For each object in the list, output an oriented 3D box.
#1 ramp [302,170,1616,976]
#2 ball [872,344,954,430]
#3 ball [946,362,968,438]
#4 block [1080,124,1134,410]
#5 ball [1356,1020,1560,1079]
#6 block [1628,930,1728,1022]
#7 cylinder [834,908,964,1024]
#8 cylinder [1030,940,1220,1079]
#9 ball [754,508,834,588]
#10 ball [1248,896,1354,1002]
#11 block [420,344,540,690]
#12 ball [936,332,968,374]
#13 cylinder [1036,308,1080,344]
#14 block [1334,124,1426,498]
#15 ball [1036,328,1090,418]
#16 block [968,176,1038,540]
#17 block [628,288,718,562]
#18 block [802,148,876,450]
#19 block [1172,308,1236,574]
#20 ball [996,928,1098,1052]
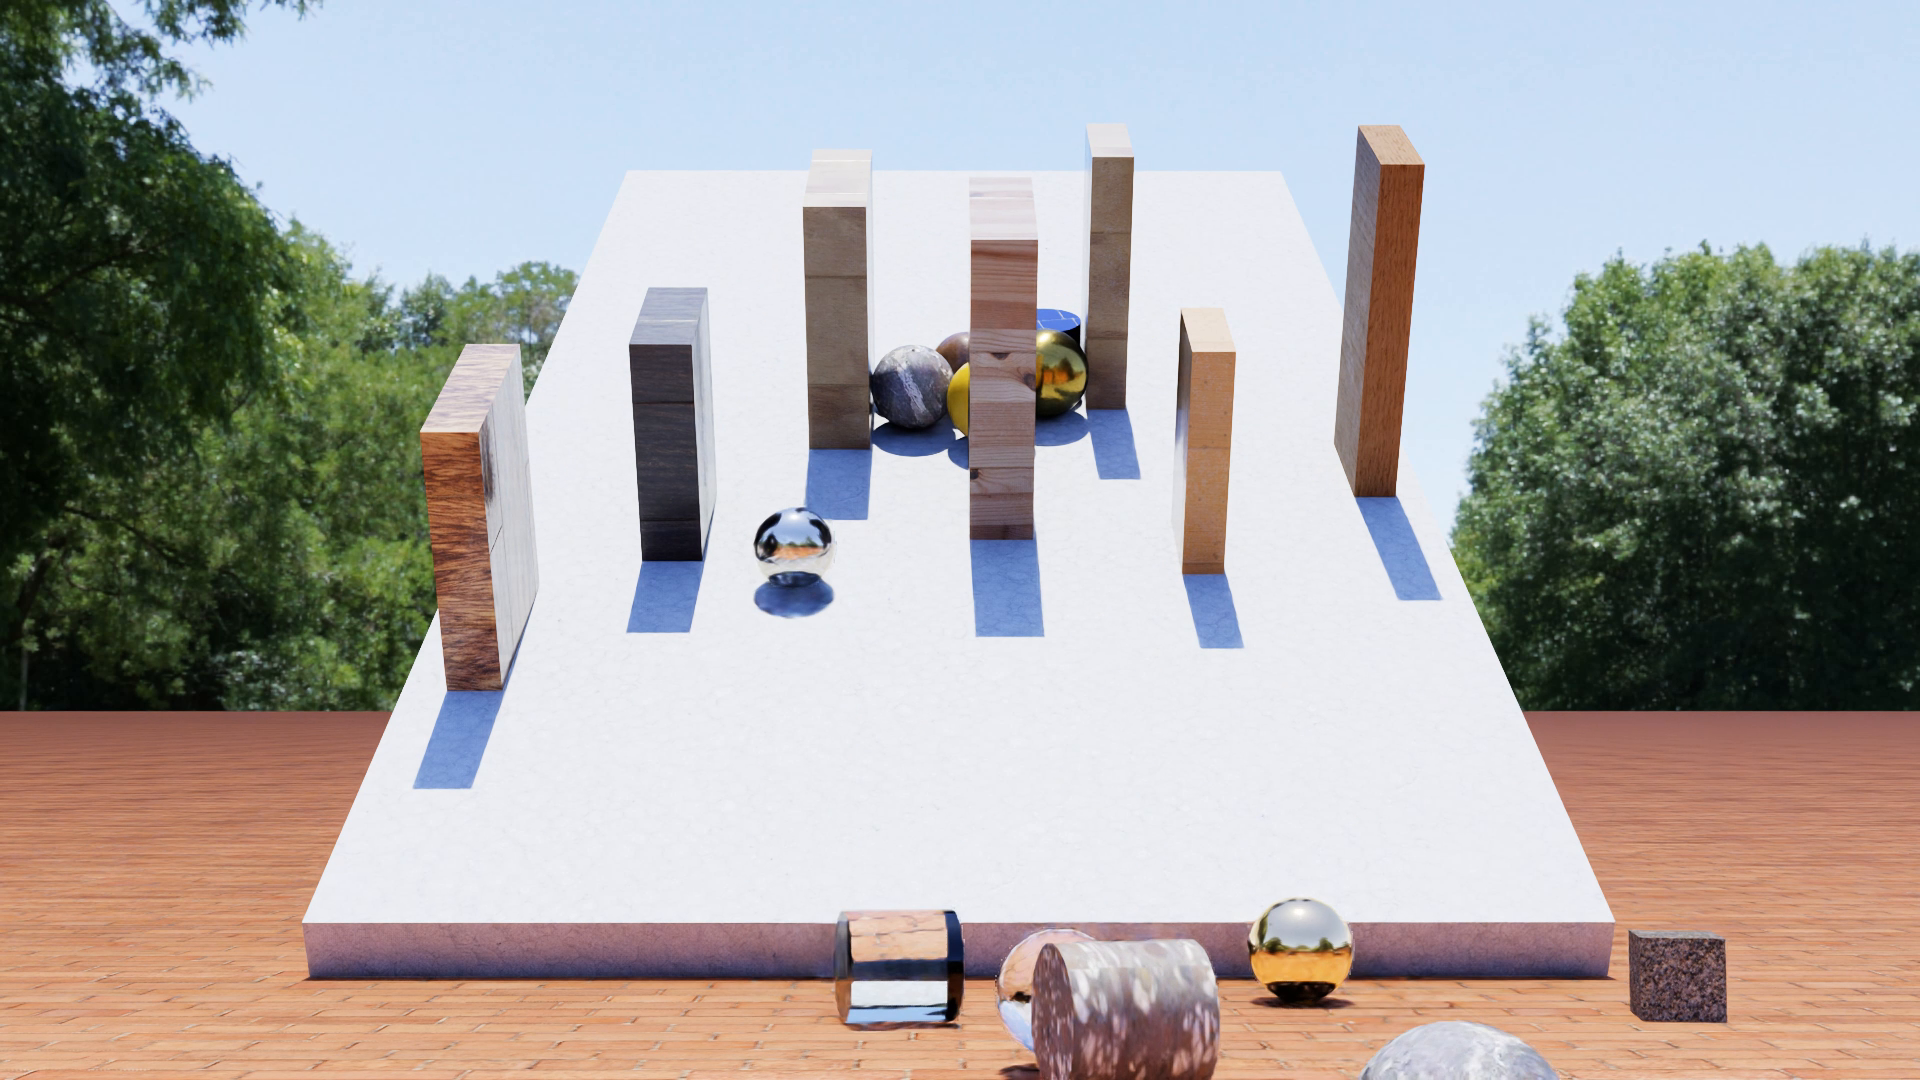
[{"bbox_3d":[-0.009,-0.229,5.401,2.000,0.100,4.000,0,25,0],"label":"ramp"},{"bbox_3d":[-0.105,-0.346,5.307,0.191,0.191,0.191,0,-4,0],"label":"ball"},{"bbox_3d":[0.069,-0.312,5.227,0.199,0.199,0.199,0,-4,0],"label":"ball"},{"bbox_3d":[0.337,-0.634,5.438,0.093,0.601,0.277,0,25,0],"label":"block"},{"bbox_3d":[0.382,0.456,1.790,0.176,0.176,0.176,0,-4,0],"label":"ball"},{"bbox_3d":[0.964,0.585,3.156,0.109,0.109,0.109,-1,-4,8],"label":"block"},{"bbox_3d":[-0.082,0.563,3.103,0.147,0.147,0.147,1,-4,-12],"label":"cylinder"},{"bbox_3d":[0.177,0.516,2.542,0.162,0.162,0.162,1,-4,-15],"label":"cylinder"},{"bbox_3d":[-0.324,0.015,4.581,0.159,0.159,0.159,0,-4,0],"label":"ball"},{"bbox_3d":[0.480,0.577,3.310,0.148,0.148,0.148,0,-4,0],"label":"ball"},{"bbox_3d":[-0.874,-0.048,4.308,0.100,0.504,0.427,0,25,0],"label":"block"},{"bbox_3d":[0.016,-0.396,5.434,0.173,0.173,0.173,0,-4,0],"label":"ball"},{"bbox_3d":[0.202,-0.442,5.545,0.163,0.163,0.163,0,25,0],"label":"cylinder"},{"bbox_3d":[0.884,-0.484,4.974,0.088,0.729,0.294,0,25,0],"label":"block"},{"bbox_3d":[0.193,-0.383,5.370,0.205,0.205,0.205,0,-4,0],"label":"ball"},{"bbox_3d":[0.084,-0.380,4.854,0.131,0.641,0.418,0,25,0],"label":"block"},{"bbox_3d":[-0.578,-0.238,4.758,0.121,0.464,0.332,0,25,0],"label":"block"},{"bbox_3d":[-0.269,-0.549,5.304,0.135,0.560,0.441,0,25,0],"label":"block"},{"bbox_3d":[0.482,-0.198,4.671,0.084,0.471,0.248,0,25,0],"label":"block"},{"bbox_3d":[0.114,0.519,2.684,0.147,0.147,0.147,0,-4,0],"label":"ball"}]
